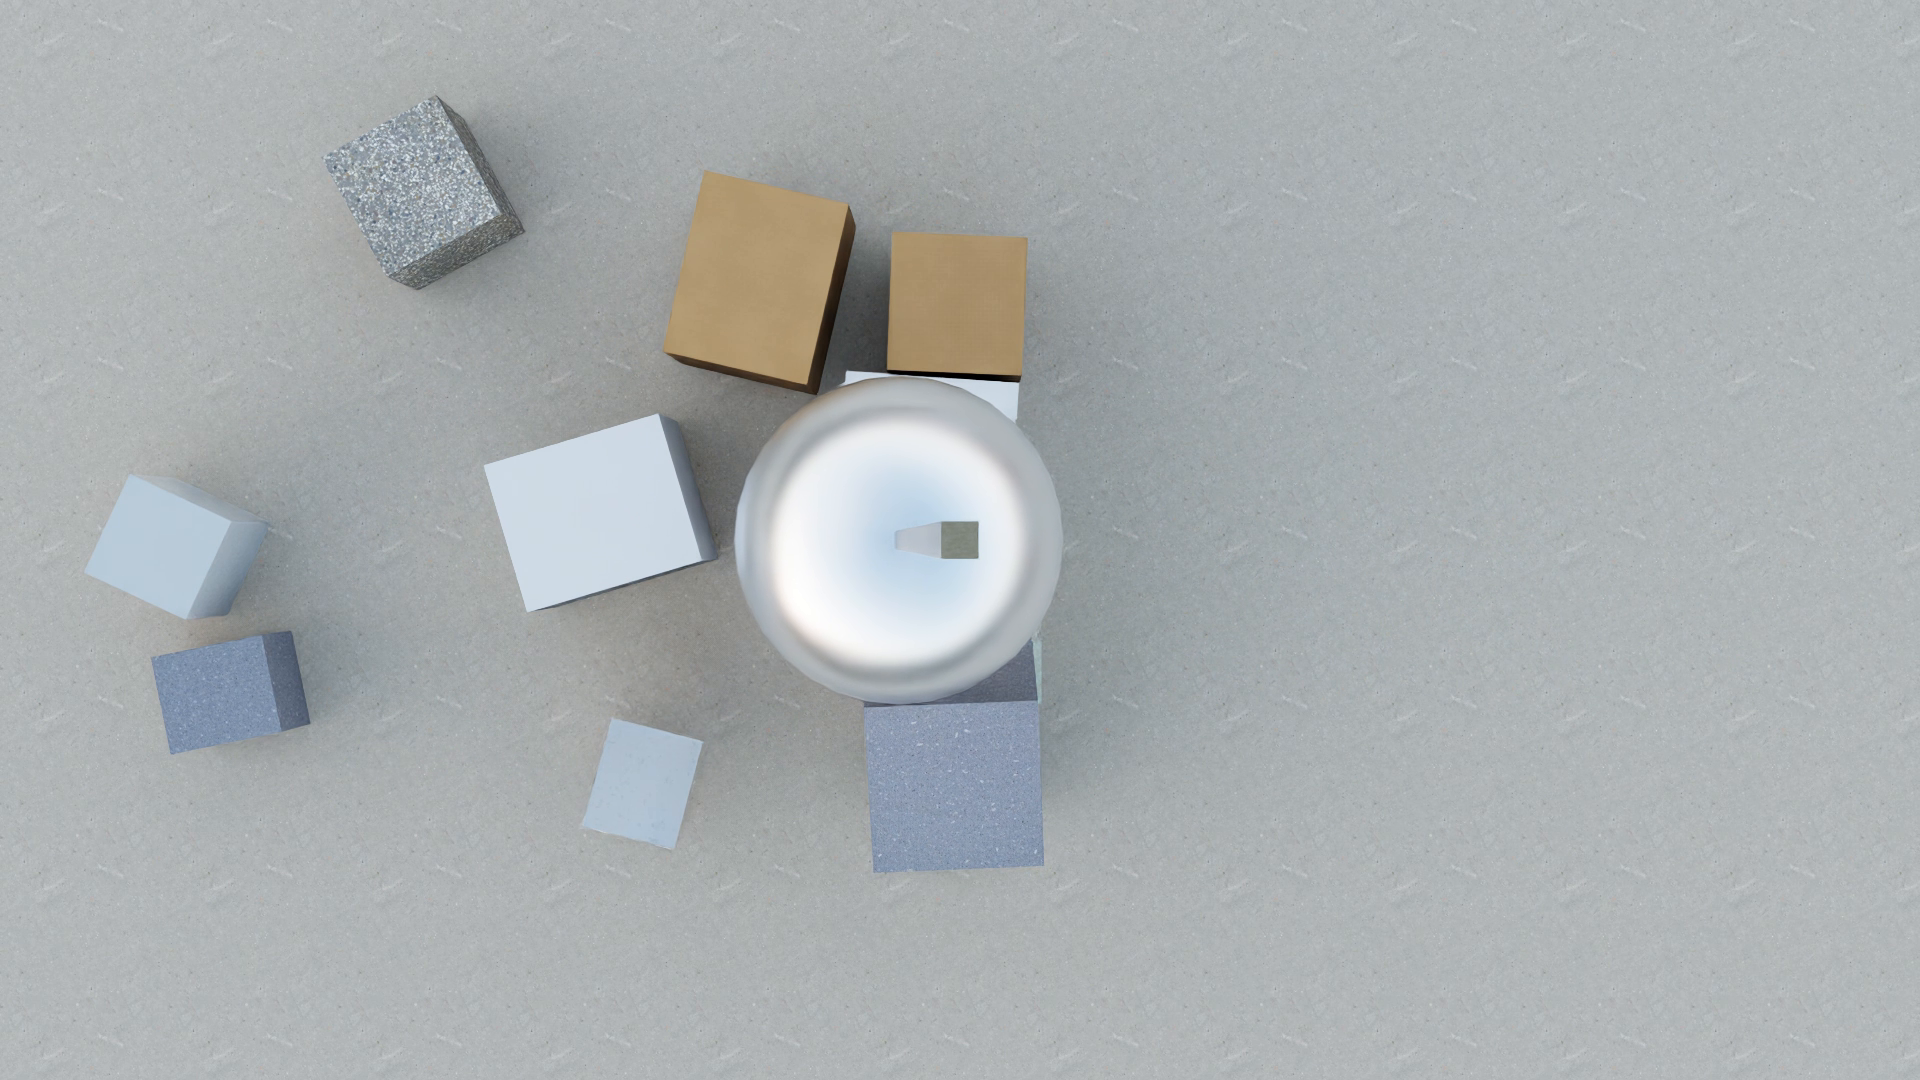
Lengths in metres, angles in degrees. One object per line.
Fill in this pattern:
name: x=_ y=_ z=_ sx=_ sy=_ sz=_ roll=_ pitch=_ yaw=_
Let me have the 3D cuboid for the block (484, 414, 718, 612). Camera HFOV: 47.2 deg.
block: x=-2.029 y=-0.149 z=12.573 sx=1.006 sy=0.854 sz=0.847 roll=-17 pitch=90 yaw=0

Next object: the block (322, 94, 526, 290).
block: x=-3.069 y=-1.981 z=12.647 sx=0.731 sy=0.706 sz=0.760 roll=-29 pitch=90 yaw=0

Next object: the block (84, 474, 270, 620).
block: x=-4.486 y=0.038 z=12.648 sx=0.627 sy=0.704 sz=0.606 roll=25 pitch=90 yaw=0

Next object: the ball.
ball: x=-0.294 y=0.000 z=10.684 sx=1.600 sy=1.600 sz=1.600 roll=0 pitch=90 yaw=0

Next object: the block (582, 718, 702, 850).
block: x=-1.831 y=1.406 z=12.634 sx=0.526 sy=0.564 sz=0.623 roll=15 pitch=80 yaw=-8

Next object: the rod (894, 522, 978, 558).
rod: x=-0.128 y=0.000 z=7.289 sx=0.080 sy=5.200 sz=0.080 roll=0 pitch=90 yaw=-3

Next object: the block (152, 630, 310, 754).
block: x=-4.208 y=0.875 z=12.720 sx=0.640 sy=0.560 sz=0.562 roll=-12 pitch=90 yaw=0

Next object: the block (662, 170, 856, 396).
block: x=-1.124 y=-1.443 z=12.541 sx=0.815 sy=0.917 sz=1.021 roll=13 pitch=90 yaw=0

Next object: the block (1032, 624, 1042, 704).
block: x=0.001 y=0.481 z=12.604 sx=0.906 sy=0.791 sz=0.854 roll=0 pitch=90 yaw=0

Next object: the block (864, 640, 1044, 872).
block: x=-0.026 y=1.122 z=11.727 sx=0.882 sy=1.044 sz=0.907 roll=-2 pitch=106 yaw=1

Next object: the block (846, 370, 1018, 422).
block: x=-0.181 y=-0.468 z=12.557 sx=0.954 sy=0.885 sz=0.862 roll=4 pitch=90 yaw=0

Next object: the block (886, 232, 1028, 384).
block: x=-0.016 y=-1.305 z=12.570 sx=0.748 sy=0.860 sz=0.763 roll=2 pitch=90 yaw=0
